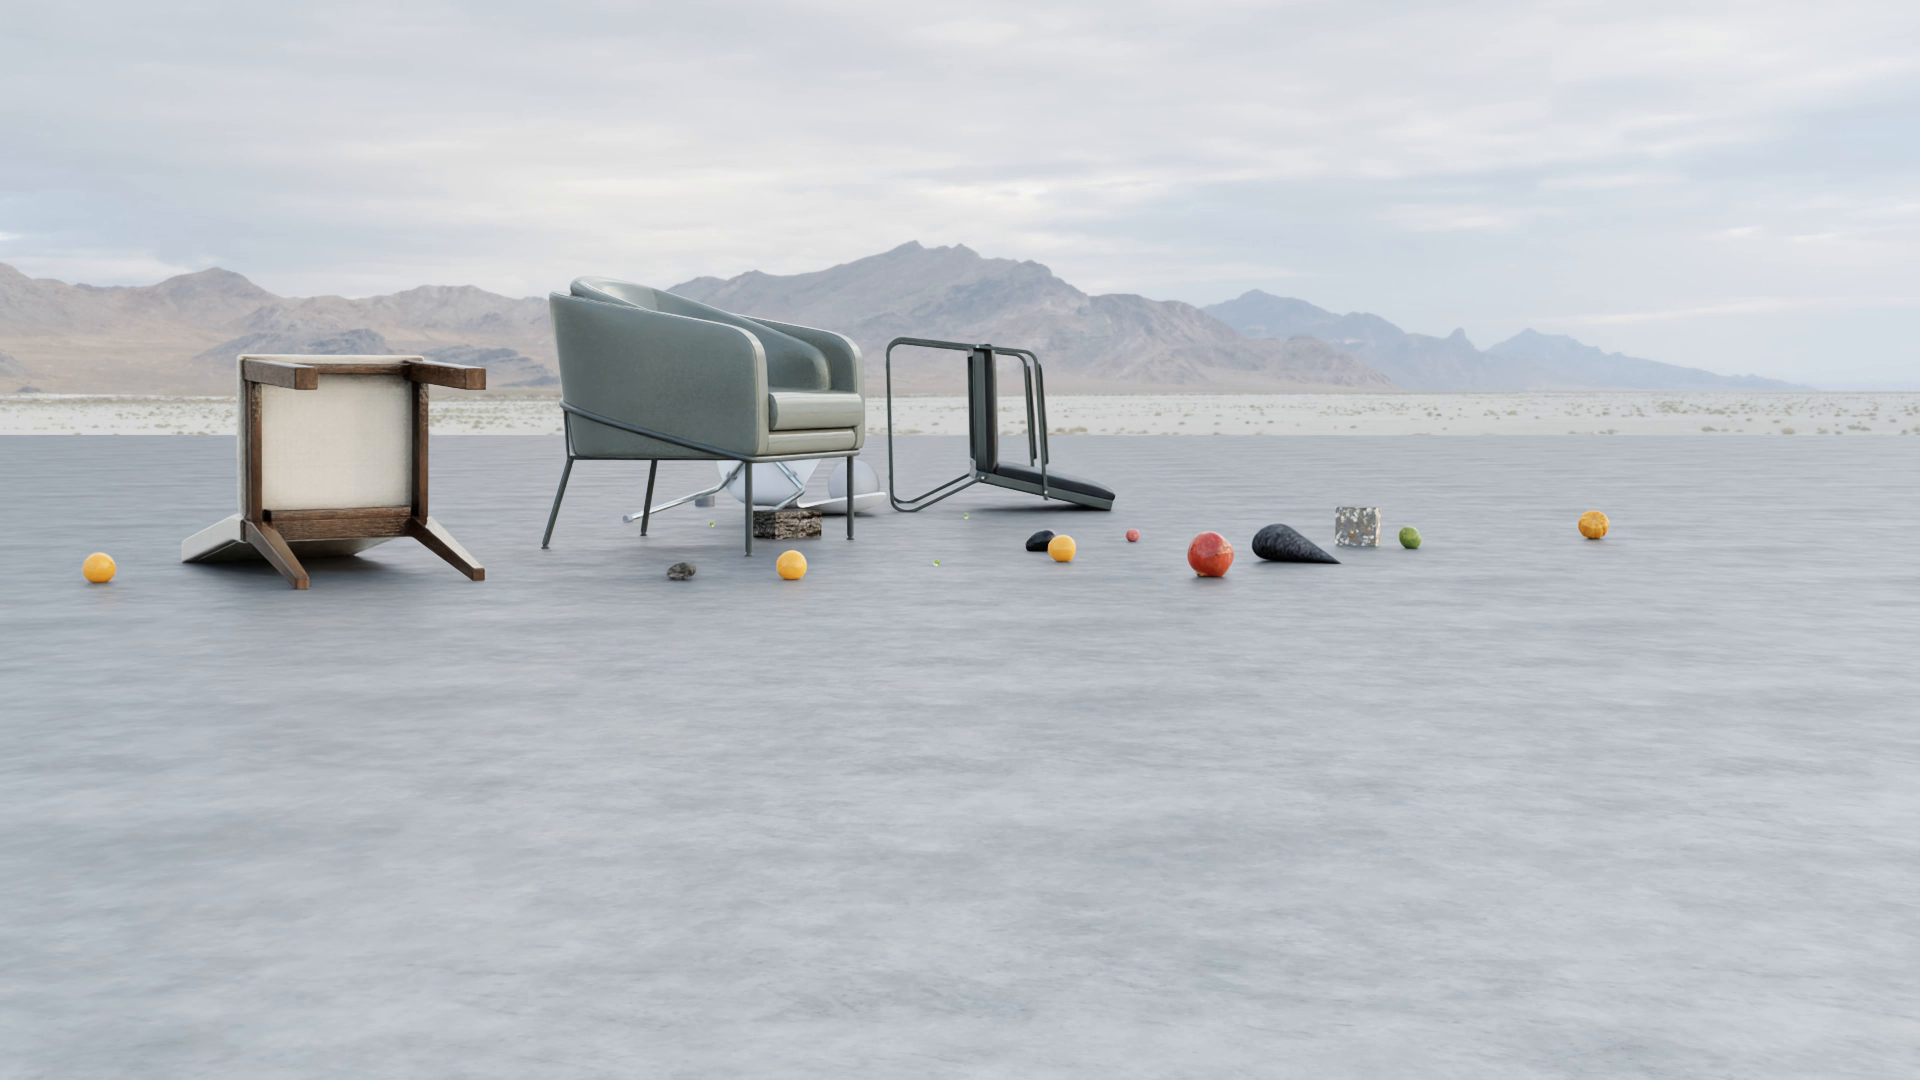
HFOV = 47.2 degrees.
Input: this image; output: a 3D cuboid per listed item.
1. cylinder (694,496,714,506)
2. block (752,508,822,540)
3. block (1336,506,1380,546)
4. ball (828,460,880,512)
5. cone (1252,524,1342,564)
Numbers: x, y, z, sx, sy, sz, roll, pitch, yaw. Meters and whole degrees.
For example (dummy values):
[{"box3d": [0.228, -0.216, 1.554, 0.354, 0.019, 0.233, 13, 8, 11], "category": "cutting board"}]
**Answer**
[{"box3d": [-0.983, -0.151, 8.473, 0.084, 0.038, 0.060, -4, 6, -45], "category": "cylinder"}, {"box3d": [-0.524, -0.049, 6.669, 0.168, 0.081, 0.122, -3, 5, -38], "category": "block"}, {"box3d": [1.146, -0.040, 6.335, 0.119, 0.109, 0.049, 2, 4, 27], "category": "block"}, {"box3d": [-0.388, -0.199, 8.050, 0.191, 0.191, 0.191, 0, 4, 0], "category": "ball"}, {"box3d": [0.905, 0.033, 5.714, 0.216, 0.097, 0.205, 20, 14, 40], "category": "cone"}]
